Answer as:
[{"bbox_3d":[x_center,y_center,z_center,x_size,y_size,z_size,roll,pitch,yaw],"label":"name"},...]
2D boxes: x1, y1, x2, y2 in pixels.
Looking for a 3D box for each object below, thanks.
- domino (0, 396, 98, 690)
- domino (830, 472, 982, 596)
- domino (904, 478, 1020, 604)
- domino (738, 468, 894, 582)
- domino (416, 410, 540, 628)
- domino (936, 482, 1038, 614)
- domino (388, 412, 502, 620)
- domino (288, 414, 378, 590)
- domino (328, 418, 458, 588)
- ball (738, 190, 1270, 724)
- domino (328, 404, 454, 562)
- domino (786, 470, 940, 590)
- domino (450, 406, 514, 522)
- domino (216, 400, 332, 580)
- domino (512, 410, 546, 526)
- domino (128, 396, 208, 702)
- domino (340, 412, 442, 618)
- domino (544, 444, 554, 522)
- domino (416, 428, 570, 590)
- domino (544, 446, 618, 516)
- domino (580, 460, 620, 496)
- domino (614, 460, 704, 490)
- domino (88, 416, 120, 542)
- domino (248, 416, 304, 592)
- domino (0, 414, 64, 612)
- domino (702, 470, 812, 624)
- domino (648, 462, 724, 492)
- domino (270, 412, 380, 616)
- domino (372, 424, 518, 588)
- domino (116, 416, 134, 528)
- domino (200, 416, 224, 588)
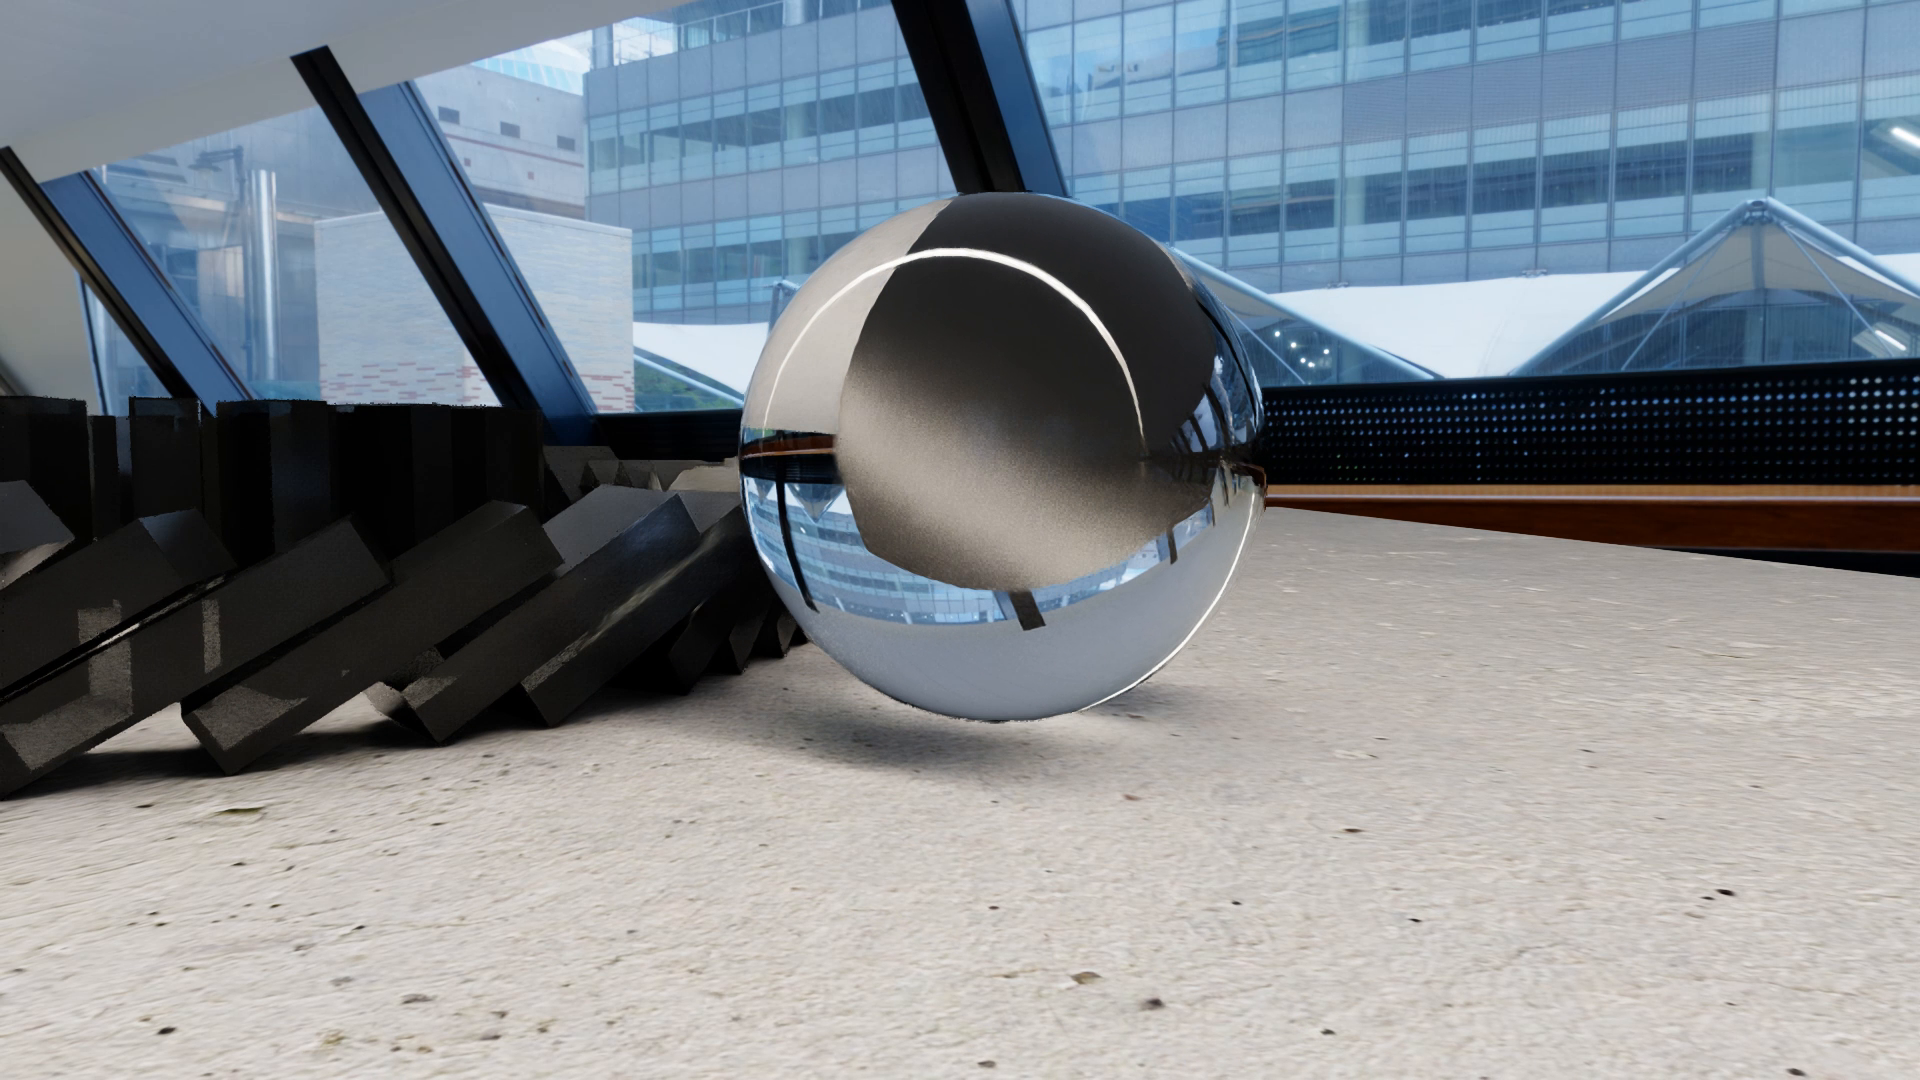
[{"bbox_3d":[-0.154,0.002,0.213,0.009,0.050,0.025,-1,4,-16],"label":"domino"},{"bbox_3d":[-0.017,-0.003,0.378,0.025,0.009,0.050,-3,35,-31],"label":"domino"},{"bbox_3d":[0.000,-0.001,0.360,0.025,0.009,0.050,0,33,-9],"label":"domino"},{"bbox_3d":[-0.046,-0.006,0.408,0.025,0.010,0.050,-3,36,-46],"label":"domino"},{"bbox_3d":[-0.114,-0.005,0.306,0.025,0.050,0.009,-3,5,-32],"label":"domino"},{"bbox_3d":[0.007,0.001,0.339,0.025,0.010,0.050,0,32,0],"label":"domino"},{"bbox_3d":[-0.128,-0.006,0.320,0.009,0.050,0.025,2,5,28],"label":"domino"},{"bbox_3d":[-0.187,-0.012,0.384,0.009,0.050,0.025,-10,6,-10],"label":"domino"},{"bbox_3d":[-0.170,-0.011,0.387,0.010,0.050,0.025,-22,4,0],"label":"domino"},{"bbox_3d":[0.006,-0.012,0.197,0.080,0.080,0.080,0,4,0],"label":"ball"},{"bbox_3d":[-0.111,-0.001,0.249,0.025,0.050,0.009,2,5,24],"label":"domino"},{"bbox_3d":[-0.030,-0.004,0.394,0.025,0.010,0.050,-2,35,-38],"label":"domino"},{"bbox_3d":[-0.106,-0.002,0.264,0.025,0.050,0.009,1,4,13],"label":"domino"},{"bbox_3d":[-0.123,0.000,0.230,0.025,0.050,0.009,4,6,42],"label":"domino"},{"bbox_3d":[-0.105,-0.004,0.283,0.025,0.050,0.009,-1,4,-11],"label":"domino"},{"bbox_3d":[-0.135,0.001,0.220,0.009,0.050,0.025,-2,5,-30],"label":"domino"},{"bbox_3d":[-0.144,-0.007,0.325,0.009,0.050,0.025,1,4,11],"label":"domino"},{"bbox_3d":[-0.125,-0.009,0.385,0.010,0.050,0.025,-38,-10,19],"label":"domino"},{"bbox_3d":[-0.140,-0.010,0.387,0.009,0.050,0.025,-33,-4,13],"label":"domino"},{"bbox_3d":[-0.105,-0.007,0.379,0.025,0.010,0.050,-5,51,-50],"label":"domino"},{"bbox_3d":[-0.087,-0.004,0.366,0.025,0.009,0.050,-4,43,-40],"label":"domino"},{"bbox_3d":[-0.076,-0.003,0.355,0.025,0.010,0.050,-1,41,-35],"label":"domino"},{"bbox_3d":[-0.237,-0.008,0.346,0.025,0.050,0.010,3,5,37],"label":"domino"},{"bbox_3d":[-0.201,-0.011,0.378,0.010,0.050,0.025,-5,6,-26],"label":"domino"},{"bbox_3d":[-0.246,-0.007,0.332,0.025,0.050,0.009,2,5,28],"label":"domino"},{"bbox_3d":[-0.052,0.001,0.322,0.025,0.009,0.050,-1,38,-12],"label":"domino"},{"bbox_3d":[-0.065,-0.002,0.341,0.025,0.009,0.050,-2,41,-28],"label":"domino"},{"bbox_3d":[-0.162,-0.007,0.328,0.010,0.050,0.025,1,4,14],"label":"domino"},{"bbox_3d":[-0.155,-0.011,0.388,0.010,0.050,0.025,-28,1,7],"label":"domino"},{"bbox_3d":[-0.227,-0.009,0.358,0.025,0.050,0.010,4,6,44],"label":"domino"},{"bbox_3d":[-0.215,-0.010,0.368,0.010,0.050,0.025,-3,5,-39],"label":"domino"}]
